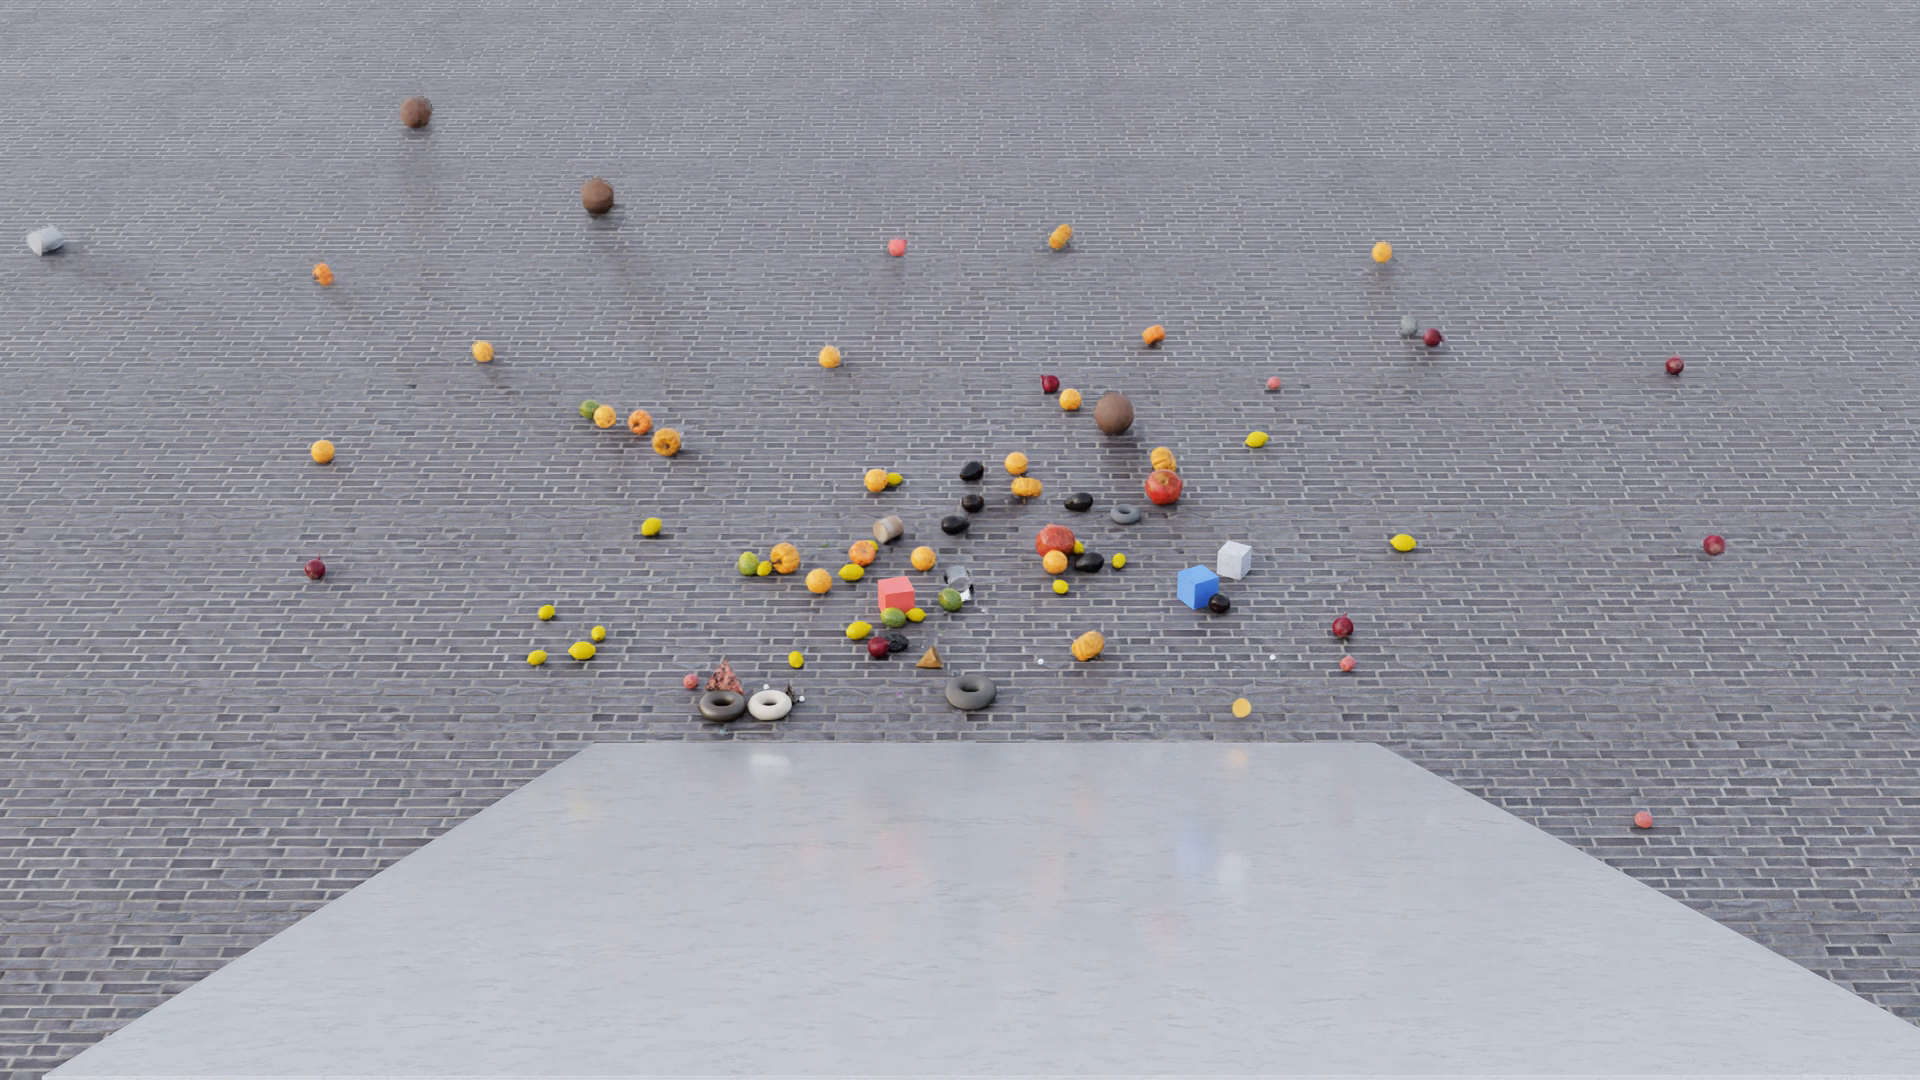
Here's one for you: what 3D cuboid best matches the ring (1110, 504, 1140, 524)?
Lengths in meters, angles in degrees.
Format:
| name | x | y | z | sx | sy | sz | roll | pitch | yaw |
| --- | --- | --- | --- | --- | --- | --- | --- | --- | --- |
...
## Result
| name | x | y | z | sx | sy | sz | roll | pitch | yaw |
| --- | --- | --- | --- | --- | --- | --- | --- | --- | --- |
| ring | 0.503 | -0.079 | 7.861 | 0.094 | 0.031 | 0.094 | 0 | 30 | 0 |

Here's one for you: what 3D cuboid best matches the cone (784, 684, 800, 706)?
| name | x | y | z | sx | sy | sz | roll | pitch | yaw |
| --- | --- | --- | --- | --- | --- | --- | --- | --- | --- |
| cone | -0.459 | 0.409 | 6.956 | 0.053 | 0.053 | 0.053 | 0 | 29 | 0 |

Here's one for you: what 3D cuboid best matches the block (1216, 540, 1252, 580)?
| name | x | y | z | sx | sy | sz | roll | pitch | yaw |
| --- | --- | --- | --- | --- | --- | --- | --- | --- | --- |
| block | 0.803 | 0.059 | 7.565 | 0.075 | 0.075 | 0.075 | 15 | 32 | 25 |

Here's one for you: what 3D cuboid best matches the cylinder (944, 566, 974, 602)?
| name | x | y | z | sx | sy | sz | roll | pitch | yaw |
| --- | --- | --- | --- | --- | --- | --- | --- | --- | --- |
| cylinder | -0.004 | 0.125 | 7.446 | 0.076 | 0.076 | 0.076 | -4 | 29 | -8 |

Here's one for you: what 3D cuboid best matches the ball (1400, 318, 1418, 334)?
| name | x | y | z | sx | sy | sz | roll | pitch | yaw |
| --- | --- | --- | --- | --- | --- | --- | --- | --- | --- |
| ball | 1.571 | -0.748 | 9.039 | 0.062 | 0.062 | 0.062 | 0 | 29 | 0 |

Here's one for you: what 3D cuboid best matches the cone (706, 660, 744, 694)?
| name | x | y | z | sx | sy | sz | roll | pitch | yaw |
| --- | --- | --- | --- | --- | --- | --- | --- | --- | --- |
| cone | -0.620 | 0.391 | 6.996 | 0.099 | 0.099 | 0.099 | 34 | 36 | 5 |

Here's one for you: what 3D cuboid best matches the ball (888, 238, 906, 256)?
| name | x | y | z | sx | sy | sz | roll | pitch | yaw |
| --- | --- | --- | --- | --- | --- | --- | --- | --- | --- |
| ball | -0.234 | -1.092 | 9.655 | 0.067 | 0.067 | 0.067 | 0 | 29 | 0 |

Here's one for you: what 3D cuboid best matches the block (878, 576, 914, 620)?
| name | x | y | z | sx | sy | sz | roll | pitch | yaw |
| --- | --- | --- | --- | --- | --- | --- | --- | --- | --- |
| block | -0.181 | 0.166 | 7.361 | 0.086 | 0.086 | 0.086 | -8 | 30 | -14 |

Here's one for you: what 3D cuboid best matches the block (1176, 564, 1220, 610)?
| name | x | y | z | sx | sy | sz | roll | pitch | yaw |
| --- | --- | --- | --- | --- | --- | --- | --- | --- | --- |
| block | 0.683 | 0.135 | 7.419 | 0.084 | 0.084 | 0.084 | -16 | 33 | -26 |

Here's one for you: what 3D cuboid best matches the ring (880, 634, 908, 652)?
| name | x | y | z | sx | sy | sz | roll | pitch | yaw |
| --- | --- | --- | --- | --- | --- | --- | --- | --- | --- |
| ring | -0.182 | 0.287 | 7.204 | 0.079 | 0.026 | 0.079 | 1 | 28 | 0 |

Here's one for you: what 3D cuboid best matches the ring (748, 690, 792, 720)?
| name | x | y | z | sx | sy | sz | roll | pitch | yaw |
| --- | --- | --- | --- | --- | --- | --- | --- | --- | --- |
| ring | -0.508 | 0.442 | 6.912 | 0.117 | 0.039 | 0.117 | -1 | 29 | 1 |

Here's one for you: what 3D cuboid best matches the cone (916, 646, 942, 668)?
| name | x | y | z | sx | sy | sz | roll | pitch | yaw |
| --- | --- | --- | --- | --- | --- | --- | --- | --- | --- |
| cone | -0.093 | 0.334 | 7.113 | 0.069 | 0.069 | 0.069 | -25 | 27 | 11 |

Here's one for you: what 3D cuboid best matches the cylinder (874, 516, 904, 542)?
| name | x | y | z | sx | sy | sz | roll | pitch | yaw |
| --- | --- | --- | --- | --- | --- | --- | --- | --- | --- |
| cylinder | -0.214 | -0.032 | 7.742 | 0.065 | 0.065 | 0.065 | -24 | 37 | -37 |

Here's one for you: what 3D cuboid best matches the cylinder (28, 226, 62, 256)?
| name | x | y | z | sx | sy | sz | roll | pitch | yaw |
| --- | --- | --- | --- | --- | --- | --- | --- | --- | --- |
| cylinder | -3.426 | -1.122 | 9.687 | 0.087 | 0.087 | 0.087 | 22 | 36 | 34 |

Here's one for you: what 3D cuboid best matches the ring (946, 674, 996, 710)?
| name | x | y | z | sx | sy | sz | roll | pitch | yaw |
| --- | --- | --- | --- | --- | --- | --- | --- | --- | --- |
| ring | 0.030 | 0.408 | 6.964 | 0.139 | 0.046 | 0.139 | -1 | 29 | 1 |

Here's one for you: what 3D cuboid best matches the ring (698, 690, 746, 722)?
| name | x | y | z | sx | sy | sz | roll | pitch | yaw |
| --- | --- | --- | --- | --- | --- | --- | --- | --- | --- |
| ring | -0.635 | 0.443 | 6.905 | 0.129 | 0.043 | 0.129 | 1 | 28 | 0 |

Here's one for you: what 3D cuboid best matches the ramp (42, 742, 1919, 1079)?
| name | x | y | z | sx | sy | sz | roll | pitch | yaw |
| --- | --- | --- | --- | --- | --- | --- | --- | --- | --- |
| ramp | 0.065 | 0.582 | 4.629 | 2.000 | 0.100 | 4.000 | 0 | 0 | 0 |
